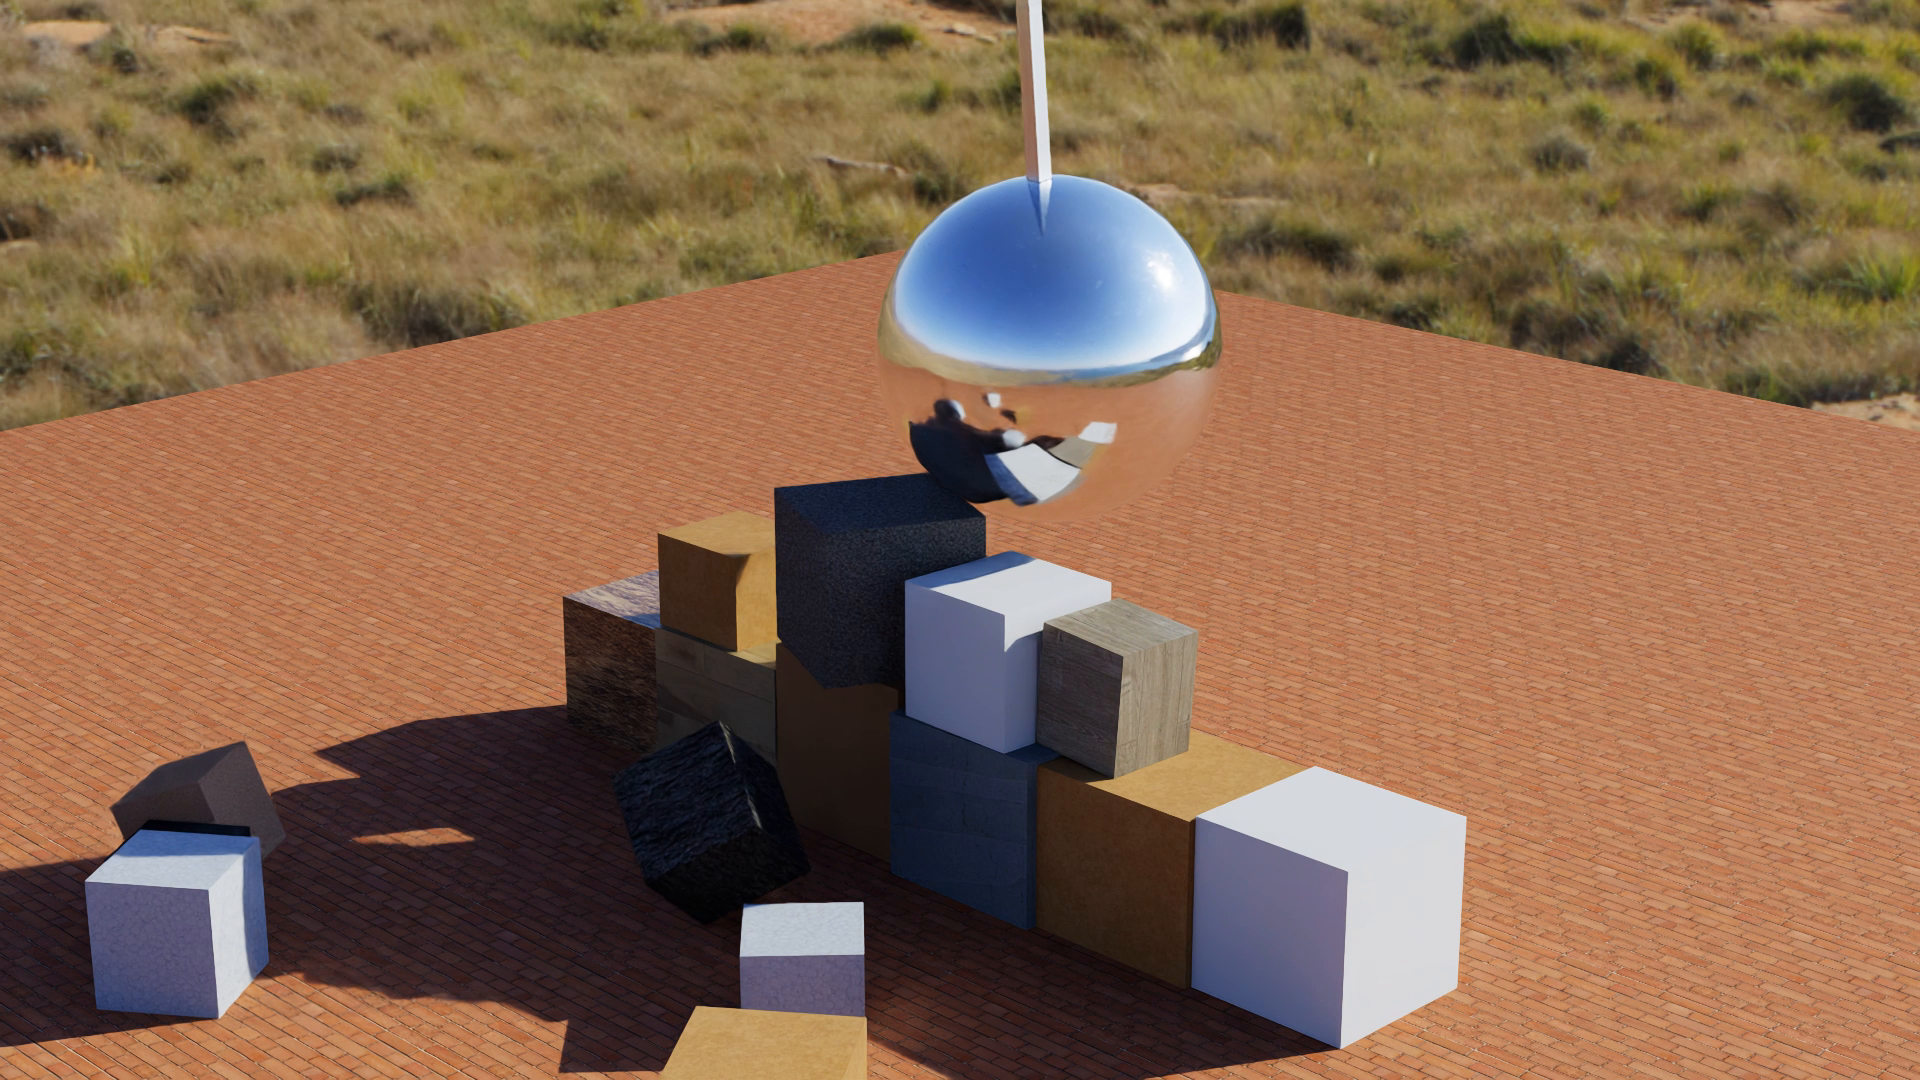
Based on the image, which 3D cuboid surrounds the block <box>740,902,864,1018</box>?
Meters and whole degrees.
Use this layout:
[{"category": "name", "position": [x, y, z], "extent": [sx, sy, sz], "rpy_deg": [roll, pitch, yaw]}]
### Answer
[{"category": "block", "position": [-0.642, 1.777, 12.024], "extent": [0.498, 0.400, 0.501], "rpy_deg": [-1, 17, -2]}]

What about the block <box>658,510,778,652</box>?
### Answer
[{"category": "block", "position": [-1.093, 0.195, 14.481], "extent": [0.584, 0.473, 0.536], "rpy_deg": [17, 24, 42]}]

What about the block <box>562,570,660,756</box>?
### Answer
[{"category": "block", "position": [-1.543, 0.637, 15.140], "extent": [0.656, 0.707, 0.760], "rpy_deg": [-17, 24, -42]}]

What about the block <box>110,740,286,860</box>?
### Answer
[{"category": "block", "position": [-3.435, 1.275, 13.251], "extent": [0.455, 0.494, 0.507], "rpy_deg": [-17, 13, 15]}]

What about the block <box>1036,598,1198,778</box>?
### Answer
[{"category": "block", "position": [0.681, 0.639, 12.760], "extent": [0.476, 0.569, 0.475], "rpy_deg": [-16, 28, -41]}]

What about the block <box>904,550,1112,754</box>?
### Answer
[{"category": "block", "position": [0.213, 0.488, 13.094], "extent": [0.652, 0.639, 0.641], "rpy_deg": [-16, 23, -40]}]

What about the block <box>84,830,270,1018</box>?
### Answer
[{"category": "block", "position": [-3.271, 1.602, 12.282], "extent": [0.535, 0.578, 0.543], "rpy_deg": [3, 18, 9]}]

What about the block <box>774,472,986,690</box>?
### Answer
[{"category": "block", "position": [-0.377, 0.177, 13.645], "extent": [0.775, 0.740, 0.769], "rpy_deg": [-6, 18, -19]}]

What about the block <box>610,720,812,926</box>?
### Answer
[{"category": "block", "position": [-1.083, 1.237, 12.778], "extent": [0.545, 0.605, 0.549], "rpy_deg": [-28, 59, 8]}]

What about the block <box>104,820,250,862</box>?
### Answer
[{"category": "block", "position": [-3.399, 1.519, 12.807], "extent": [0.471, 0.423, 0.452], "rpy_deg": [3, 18, 9]}]

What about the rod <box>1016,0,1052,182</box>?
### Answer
[{"category": "rod", "position": [0.178, -4.041, 12.259], "extent": [0.080, 5.200, 0.080], "rpy_deg": [17, 30, 42]}]

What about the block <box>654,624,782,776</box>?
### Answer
[{"category": "block", "position": [-0.934, 0.794, 14.590], "extent": [0.747, 0.736, 0.891], "rpy_deg": [-17, 24, -42]}]

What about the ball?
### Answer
[{"category": "ball", "position": [0.411, -0.882, 13.495], "extent": [1.600, 1.600, 1.600], "rpy_deg": [0, 17, 0]}]

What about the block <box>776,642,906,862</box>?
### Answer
[{"category": "block", "position": [-0.305, 0.924, 13.952], "extent": [0.748, 0.871, 0.861], "rpy_deg": [-16, 23, -41]}]

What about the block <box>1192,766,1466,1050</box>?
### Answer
[{"category": "block", "position": [1.533, 1.514, 12.231], "extent": [0.787, 0.778, 0.794], "rpy_deg": [-17, 24, -42]}]

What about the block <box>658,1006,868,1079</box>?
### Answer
[{"category": "block", "position": [-0.707, 2.135, 10.497], "extent": [0.636, 0.632, 0.715], "rpy_deg": [3, 18, 8]}]

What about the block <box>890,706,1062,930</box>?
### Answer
[{"category": "block", "position": [0.306, 1.153, 13.361], "extent": [0.896, 0.789, 0.868], "rpy_deg": [-16, 24, -42]}]

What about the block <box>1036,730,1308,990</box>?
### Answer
[{"category": "block", "position": [0.925, 1.349, 12.781], "extent": [0.801, 0.763, 0.874], "rpy_deg": [-16, 24, -42]}]
